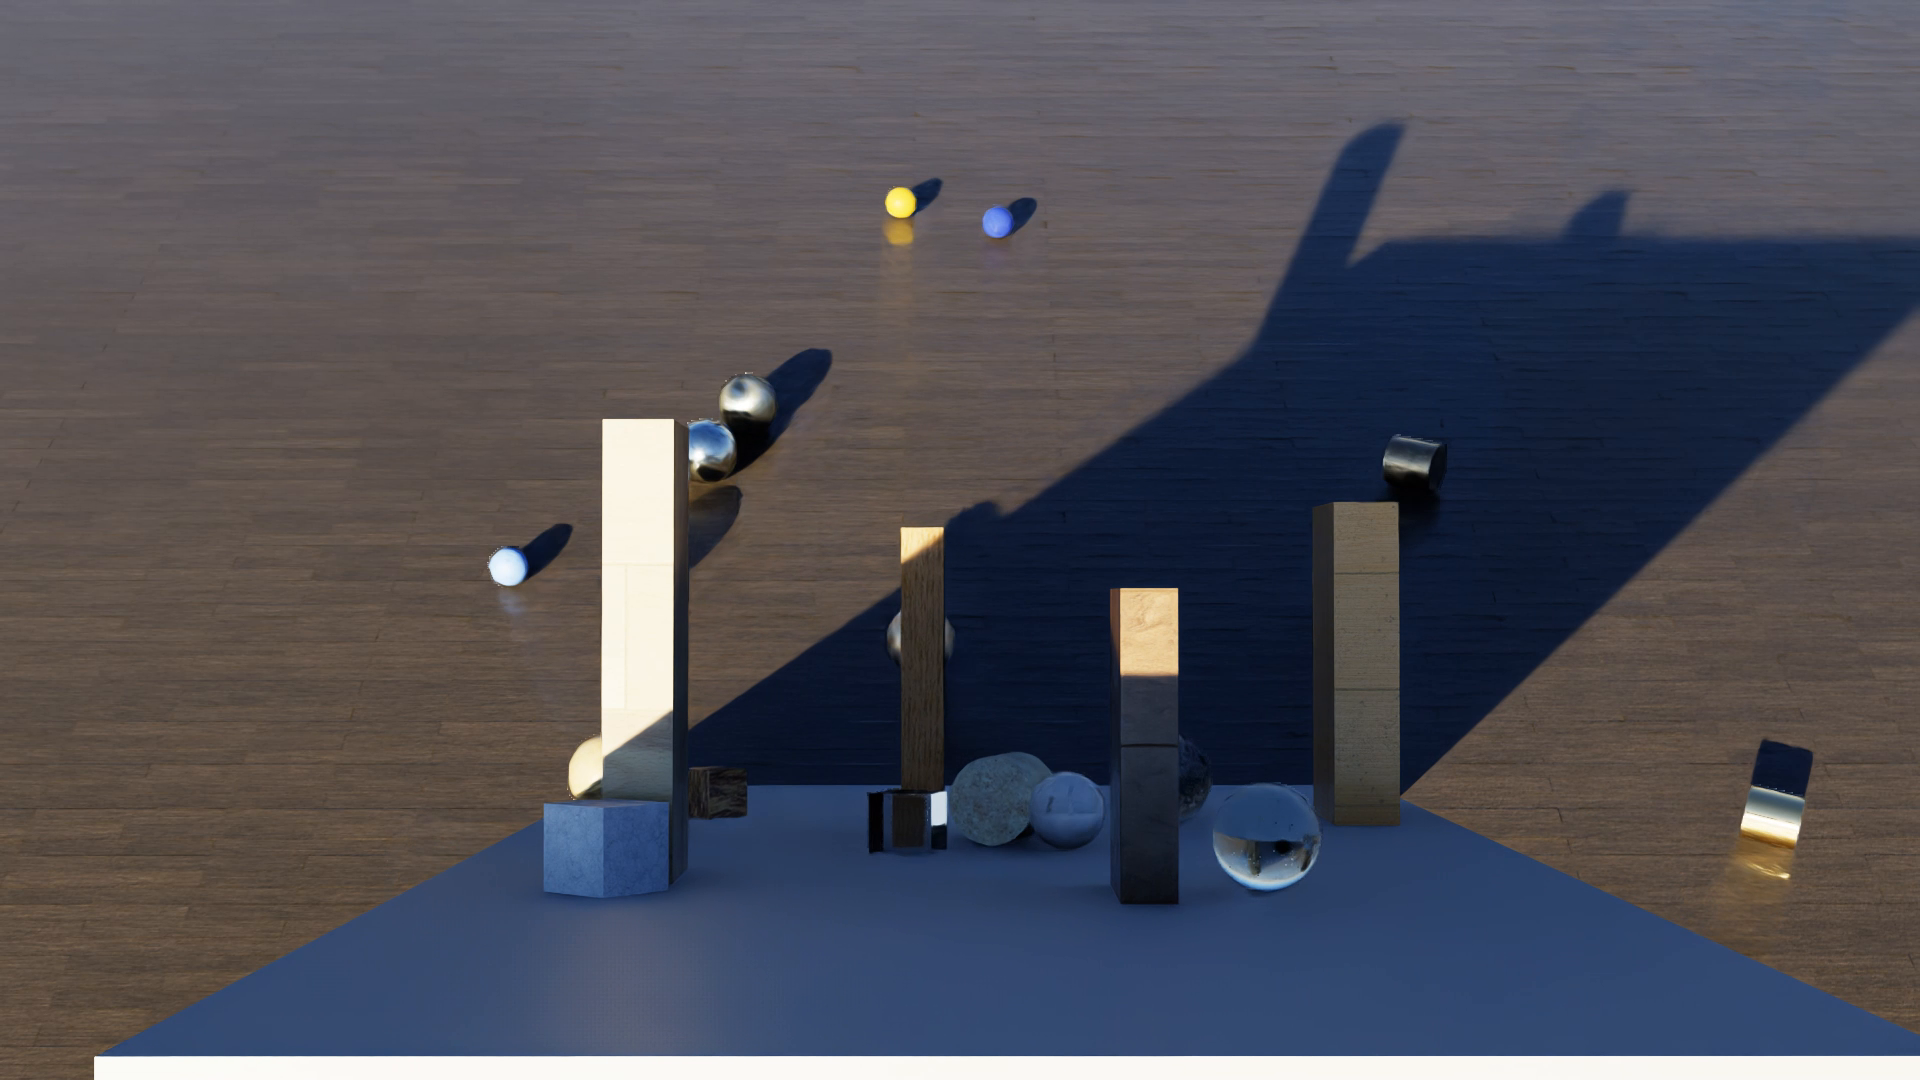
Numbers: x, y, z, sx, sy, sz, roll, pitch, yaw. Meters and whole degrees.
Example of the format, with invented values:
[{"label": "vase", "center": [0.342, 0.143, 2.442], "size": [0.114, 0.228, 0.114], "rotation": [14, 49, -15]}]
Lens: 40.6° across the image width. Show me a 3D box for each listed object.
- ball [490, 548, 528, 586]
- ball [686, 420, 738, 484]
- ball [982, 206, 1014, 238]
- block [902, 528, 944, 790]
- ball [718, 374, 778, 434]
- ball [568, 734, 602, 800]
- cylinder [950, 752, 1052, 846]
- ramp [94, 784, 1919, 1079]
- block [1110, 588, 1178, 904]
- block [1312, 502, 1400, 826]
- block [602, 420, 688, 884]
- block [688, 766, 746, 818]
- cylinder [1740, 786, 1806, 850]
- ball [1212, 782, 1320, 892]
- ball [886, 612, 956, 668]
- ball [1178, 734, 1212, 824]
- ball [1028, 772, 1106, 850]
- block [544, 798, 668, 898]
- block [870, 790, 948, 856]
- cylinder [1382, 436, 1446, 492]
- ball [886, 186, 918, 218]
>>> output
[{"label": "ball", "center": [-1.332, 0.079, 7.666], "size": [0.115, 0.115, 0.115], "rotation": [0, 33, 0]}, {"label": "ball", "center": [-0.795, -0.275, 8.122], "size": [0.202, 0.202, 0.202], "rotation": [0, 33, 0]}, {"label": "ball", "center": [0.140, -1.169, 9.549], "size": [0.118, 0.118, 0.118], "rotation": [0, 33, 0]}, {"label": "block", "center": [-0.074, 0.293, 5.287], "size": [0.084, 0.629, 0.280], "rotation": [0, -1, 0]}, {"label": "ball", "center": [-0.684, -0.439, 8.379], "size": [0.192, 0.192, 0.192], "rotation": [0, 33, 0]}, {"label": "ball", "center": [-0.787, 0.527, 5.825], "size": [0.185, 0.185, 0.185], "rotation": [0, 33, 0]}, {"label": "cylinder", "center": [0.089, 0.518, 5.214], "size": [0.175, 0.175, 0.175], "rotation": [13, 3, 18]}, {"label": "ramp", "center": [0.074, 0.646, 4.772], "size": [2.000, 0.100, 4.000], "rotation": [0, -1, 0]}, {"label": "block", "center": [0.303, 0.333, 4.297], "size": [0.092, 0.505, 0.290], "rotation": [0, -1, 0]}, {"label": "block", "center": [0.875, 0.269, 5.749], "size": [0.140, 0.695, 0.331], "rotation": [0, -1, 0]}, {"label": "block", "center": [-0.553, 0.193, 4.575], "size": [0.121, 0.797, 0.249], "rotation": [0, -1, 0]}, {"label": "block", "center": [-0.554, 0.566, 5.821], "size": [0.107, 0.107, 0.107], "rotation": [1, -2, -44]}, {"label": "cylinder", "center": [2.094, 0.715, 6.684], "size": [0.138, 0.138, 0.138], "rotation": [13, 36, 19]}, {"label": "ball", "center": [0.512, 0.496, 4.333], "size": [0.181, 0.181, 0.181], "rotation": [0, 33, 0]}, {"label": "ball", "center": [-0.111, 0.281, 7.288], "size": [0.195, 0.195, 0.195], "rotation": [0, 33, 0]}, {"label": "ball", "center": [0.442, 0.515, 5.589], "size": [0.198, 0.198, 0.198], "rotation": [0, 33, 0]}, {"label": "ball", "center": [0.209, 0.526, 5.042], "size": [0.152, 0.152, 0.152], "rotation": [0, 33, 0]}, {"label": "block", "center": [-0.592, 0.513, 4.340], "size": [0.147, 0.147, 0.147], "rotation": [-1, -2, 40]}, {"label": "block", "center": [-0.099, 0.544, 5.002], "size": [0.114, 0.114, 0.114], "rotation": [-1, -1, 21]}, {"label": "cylinder", "center": [1.417, -0.238, 8.097], "size": [0.150, 0.150, 0.150], "rotation": [13, 35, 28]}, {"label": "ball", "center": [-0.219, -1.260, 9.687], "size": [0.117, 0.117, 0.117], "rotation": [0, 33, 0]}]
